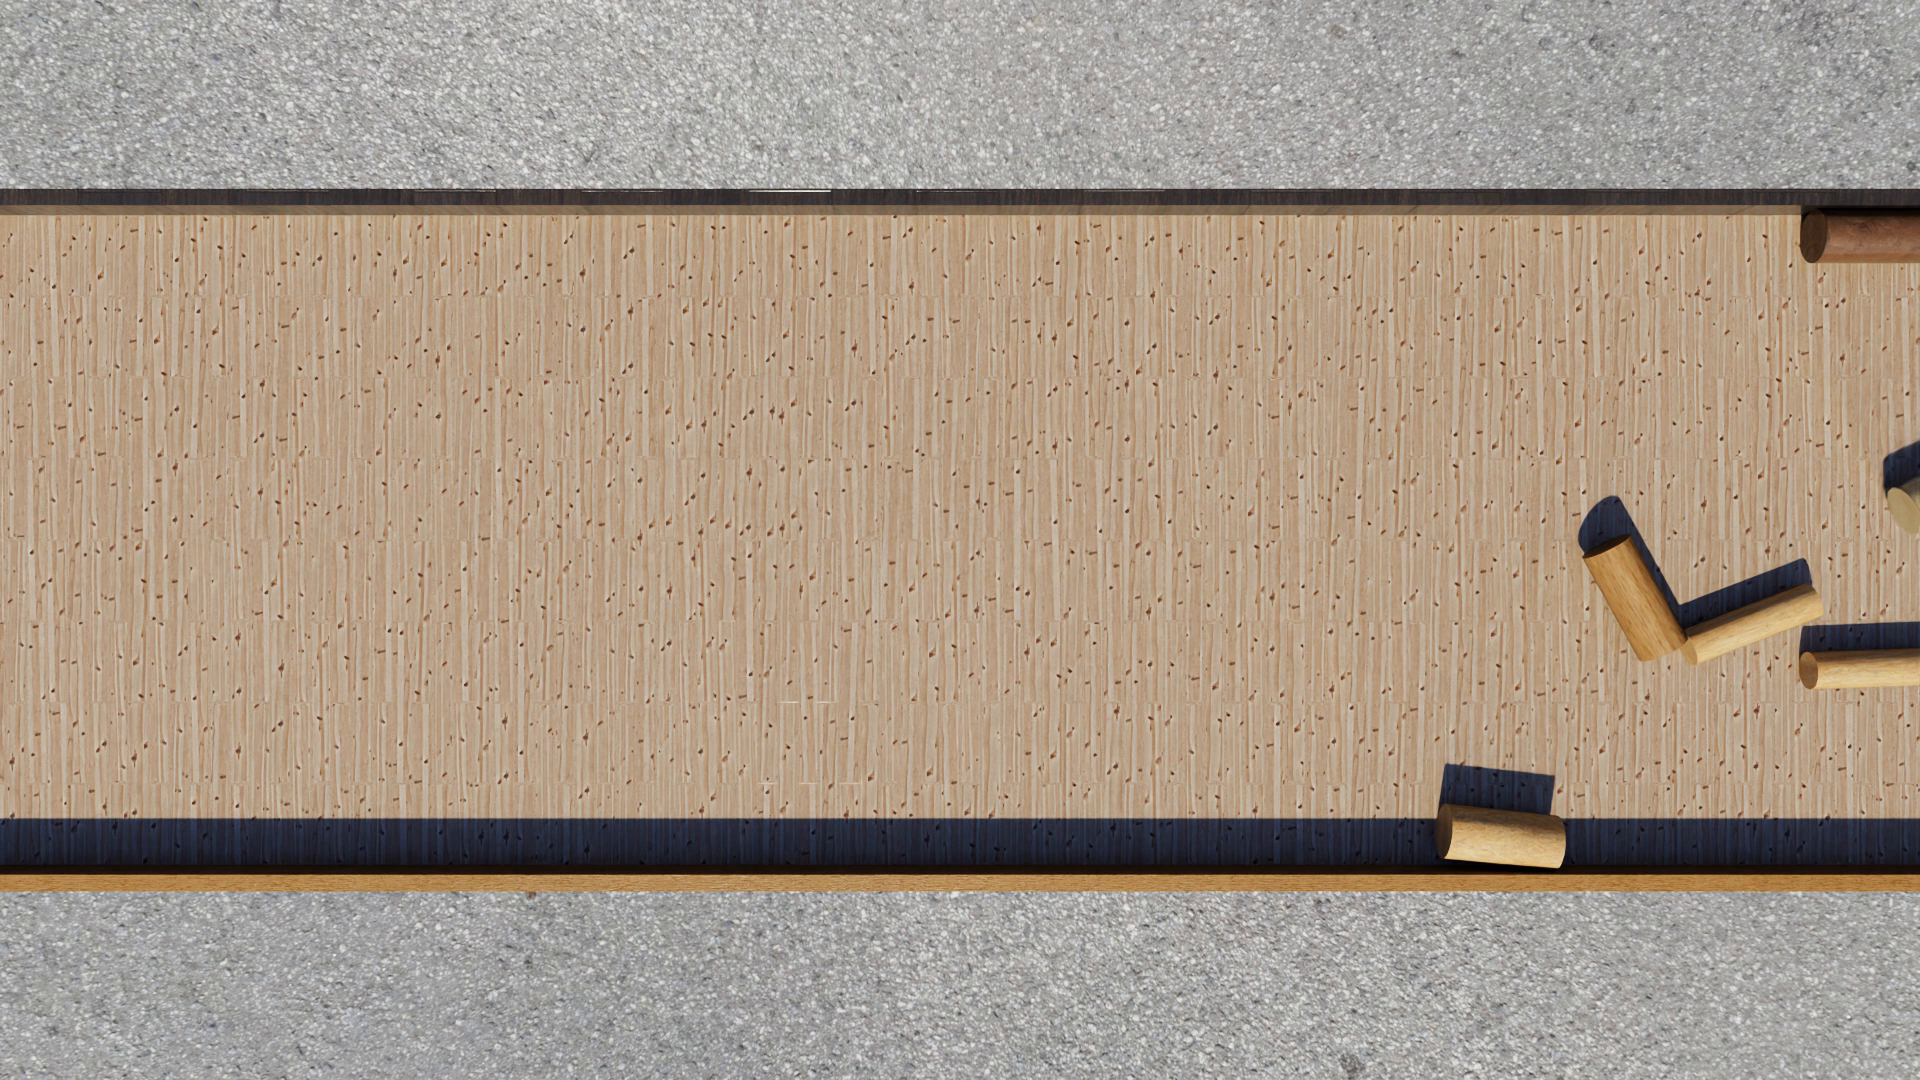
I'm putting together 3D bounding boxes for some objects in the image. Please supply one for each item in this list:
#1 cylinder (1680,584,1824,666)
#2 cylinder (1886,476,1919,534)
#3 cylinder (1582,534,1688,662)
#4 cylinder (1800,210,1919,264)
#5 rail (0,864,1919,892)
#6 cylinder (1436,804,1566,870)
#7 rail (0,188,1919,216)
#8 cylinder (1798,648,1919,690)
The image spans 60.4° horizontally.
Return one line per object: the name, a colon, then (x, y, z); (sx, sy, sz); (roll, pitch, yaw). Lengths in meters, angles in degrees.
cylinder: (2.403, 0.256, 5.020); (0.407, 0.113, 0.113); (-21, 90, 0)
cylinder: (3.024, -0.162, 4.999); (0.354, 0.155, 0.155); (-25, 90, 0)
cylinder: (2.045, 0.175, 5.000); (0.154, 0.154, 0.357); (-29, 90, 0)
cylinder: (2.779, -0.919, 4.996); (0.388, 0.161, 0.161); (0, 90, 0)
rail: (-2.247, 1.025, 5.001); (12.000, 0.150, 0.050); (0, 90, 0)
cylinder: (1.634, 0.899, 4.994); (0.339, 0.166, 0.166); (6, 90, 0)
rail: (-2.247, -1.025, 5.002); (12.000, 0.150, 0.050); (0, 90, 0)
cylinder: (2.790, 0.389, 5.019); (0.416, 0.114, 0.114); (-2, 90, 0)
